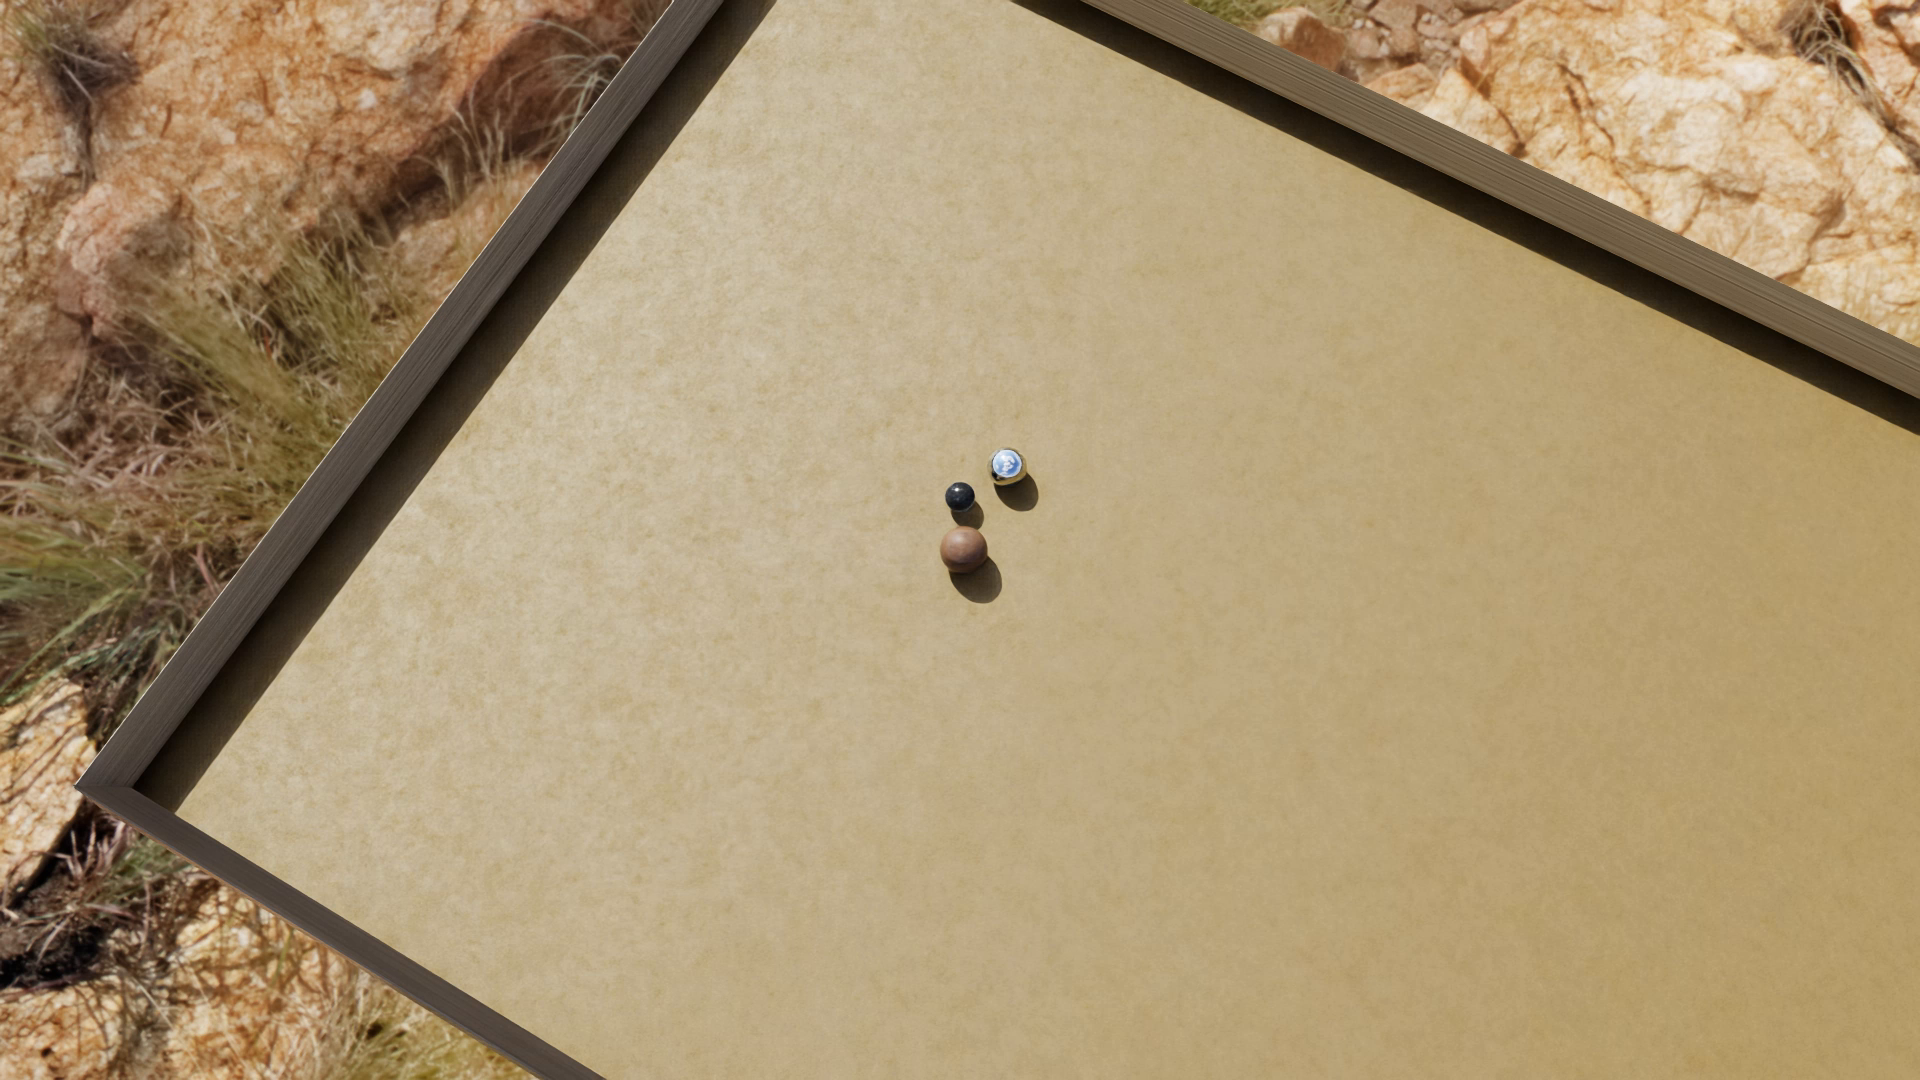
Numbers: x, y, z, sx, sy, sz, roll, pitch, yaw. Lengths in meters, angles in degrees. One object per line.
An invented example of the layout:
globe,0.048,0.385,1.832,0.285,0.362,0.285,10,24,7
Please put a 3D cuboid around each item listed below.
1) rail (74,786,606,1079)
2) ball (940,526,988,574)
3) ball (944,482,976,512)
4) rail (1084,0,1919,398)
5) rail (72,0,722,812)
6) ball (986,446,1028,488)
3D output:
rail,0.286,1.222,2.965,3.677,0.121,0.045,28,70,11
ball,0.006,0.016,3.496,0.077,0.077,0.077,0,67,0
ball,0.000,-0.069,3.547,0.049,0.049,0.049,0,67,0
rail,1.304,-0.393,3.642,3.677,0.121,0.045,28,70,11
rail,-0.774,-0.426,3.657,0.045,0.121,2.073,28,70,11
ball,0.076,-0.118,3.558,0.066,0.066,0.066,0,67,0
